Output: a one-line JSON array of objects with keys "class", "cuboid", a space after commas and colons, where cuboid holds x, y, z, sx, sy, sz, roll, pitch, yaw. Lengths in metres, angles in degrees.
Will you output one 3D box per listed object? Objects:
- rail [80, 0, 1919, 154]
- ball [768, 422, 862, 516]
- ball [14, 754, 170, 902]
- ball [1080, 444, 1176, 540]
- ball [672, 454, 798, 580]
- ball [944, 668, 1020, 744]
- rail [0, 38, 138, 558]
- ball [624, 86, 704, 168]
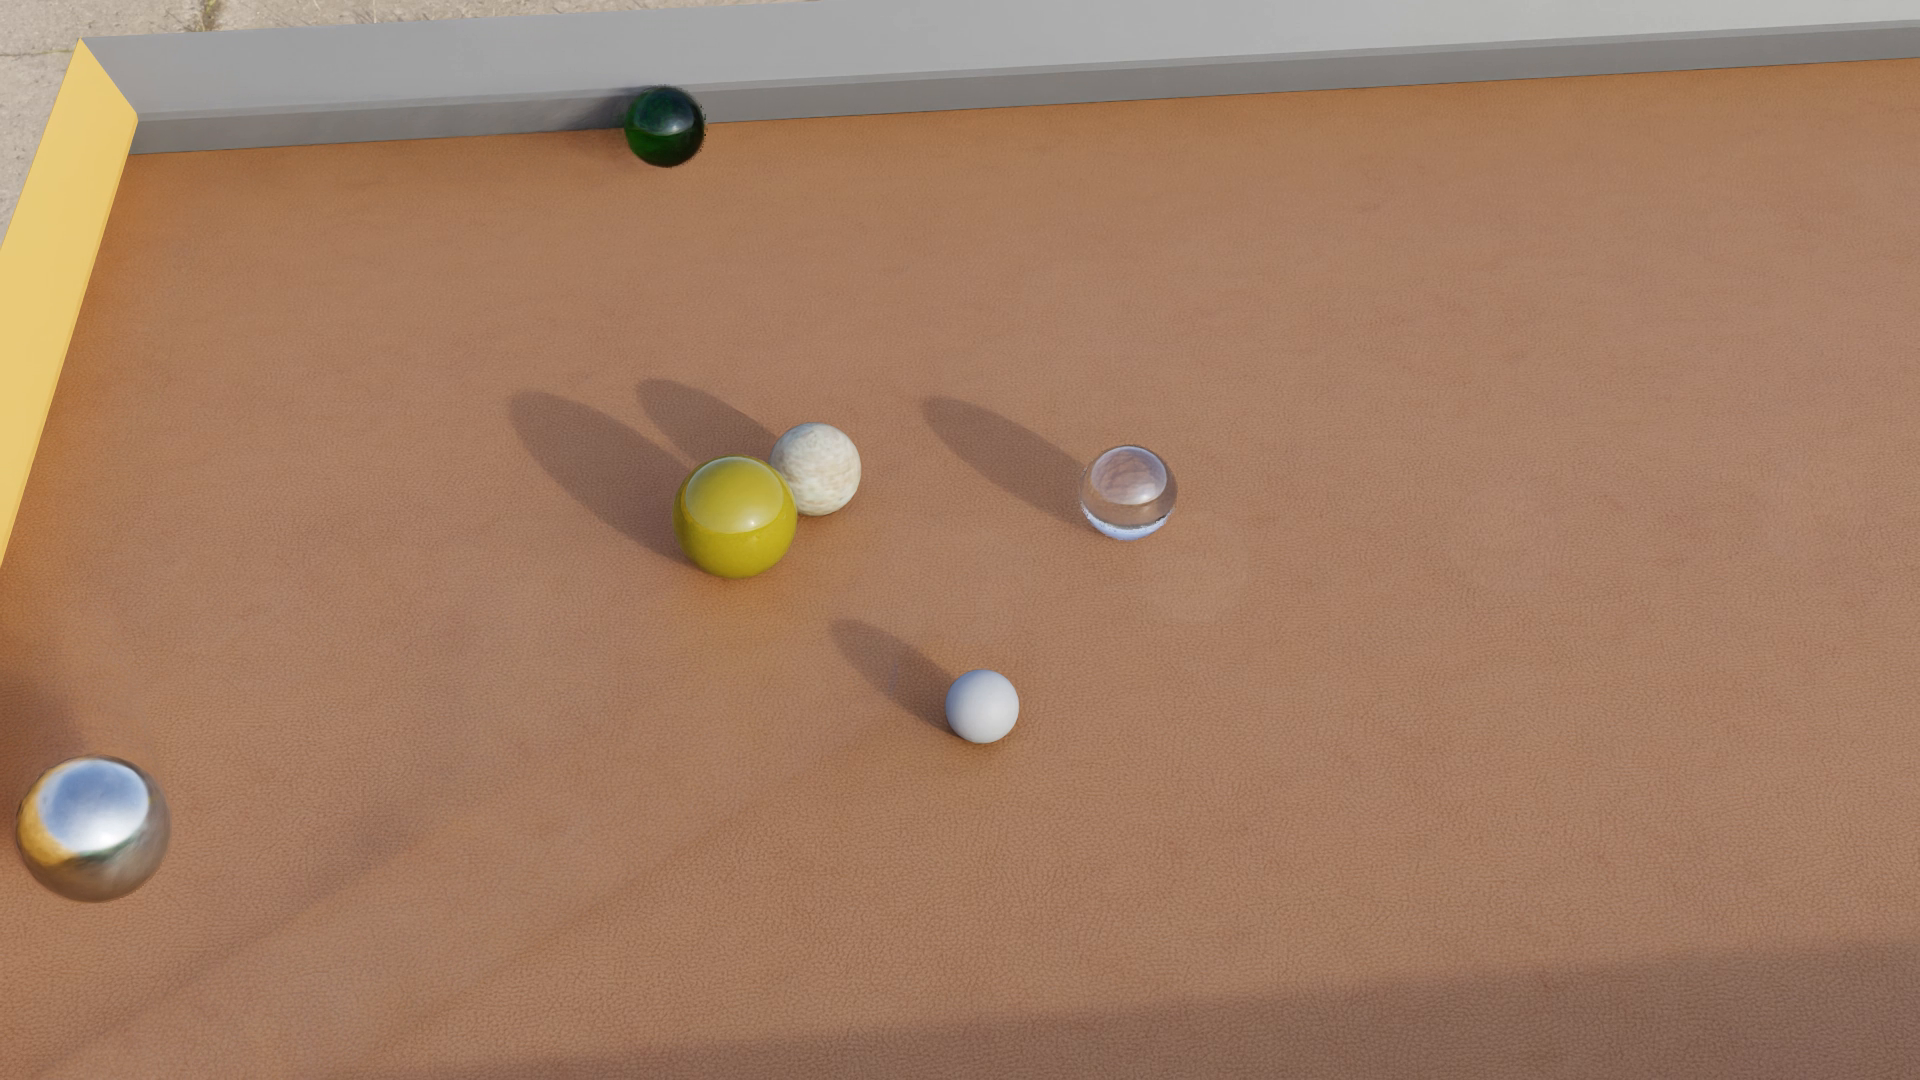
[{"class": "rail", "cuboid": [0.580, -0.463, 2.323, 2.673, 0.110, 0.045, -4, 36, -6]}, {"class": "ball", "cuboid": [-0.101, -0.049, 1.785, 0.065, 0.065, 0.065, 0, 36, 0]}, {"class": "ball", "cuboid": [-0.496, 0.165, 1.470, 0.085, 0.085, 0.085, 0, 36, 0]}, {"class": "ball", "cuboid": [0.115, -0.033, 1.761, 0.066, 0.066, 0.066, 0, 36, 0]}, {"class": "ball", "cuboid": [-0.151, -0.016, 1.722, 0.085, 0.085, 0.085, 0, 36, 0]}, {"class": "ball", "cuboid": [0.014, 0.103, 1.589, 0.046, 0.046, 0.046, 0, 36, 0]}, {"class": "rail", "cuboid": [-0.640, 0.029, 1.636, 0.045, 0.110, 1.429, -4, 36, -6]}, {"class": "ball", "cuboid": [-0.255, -0.356, 2.210, 0.069, 0.069, 0.069, 0, 36, 0]}]
